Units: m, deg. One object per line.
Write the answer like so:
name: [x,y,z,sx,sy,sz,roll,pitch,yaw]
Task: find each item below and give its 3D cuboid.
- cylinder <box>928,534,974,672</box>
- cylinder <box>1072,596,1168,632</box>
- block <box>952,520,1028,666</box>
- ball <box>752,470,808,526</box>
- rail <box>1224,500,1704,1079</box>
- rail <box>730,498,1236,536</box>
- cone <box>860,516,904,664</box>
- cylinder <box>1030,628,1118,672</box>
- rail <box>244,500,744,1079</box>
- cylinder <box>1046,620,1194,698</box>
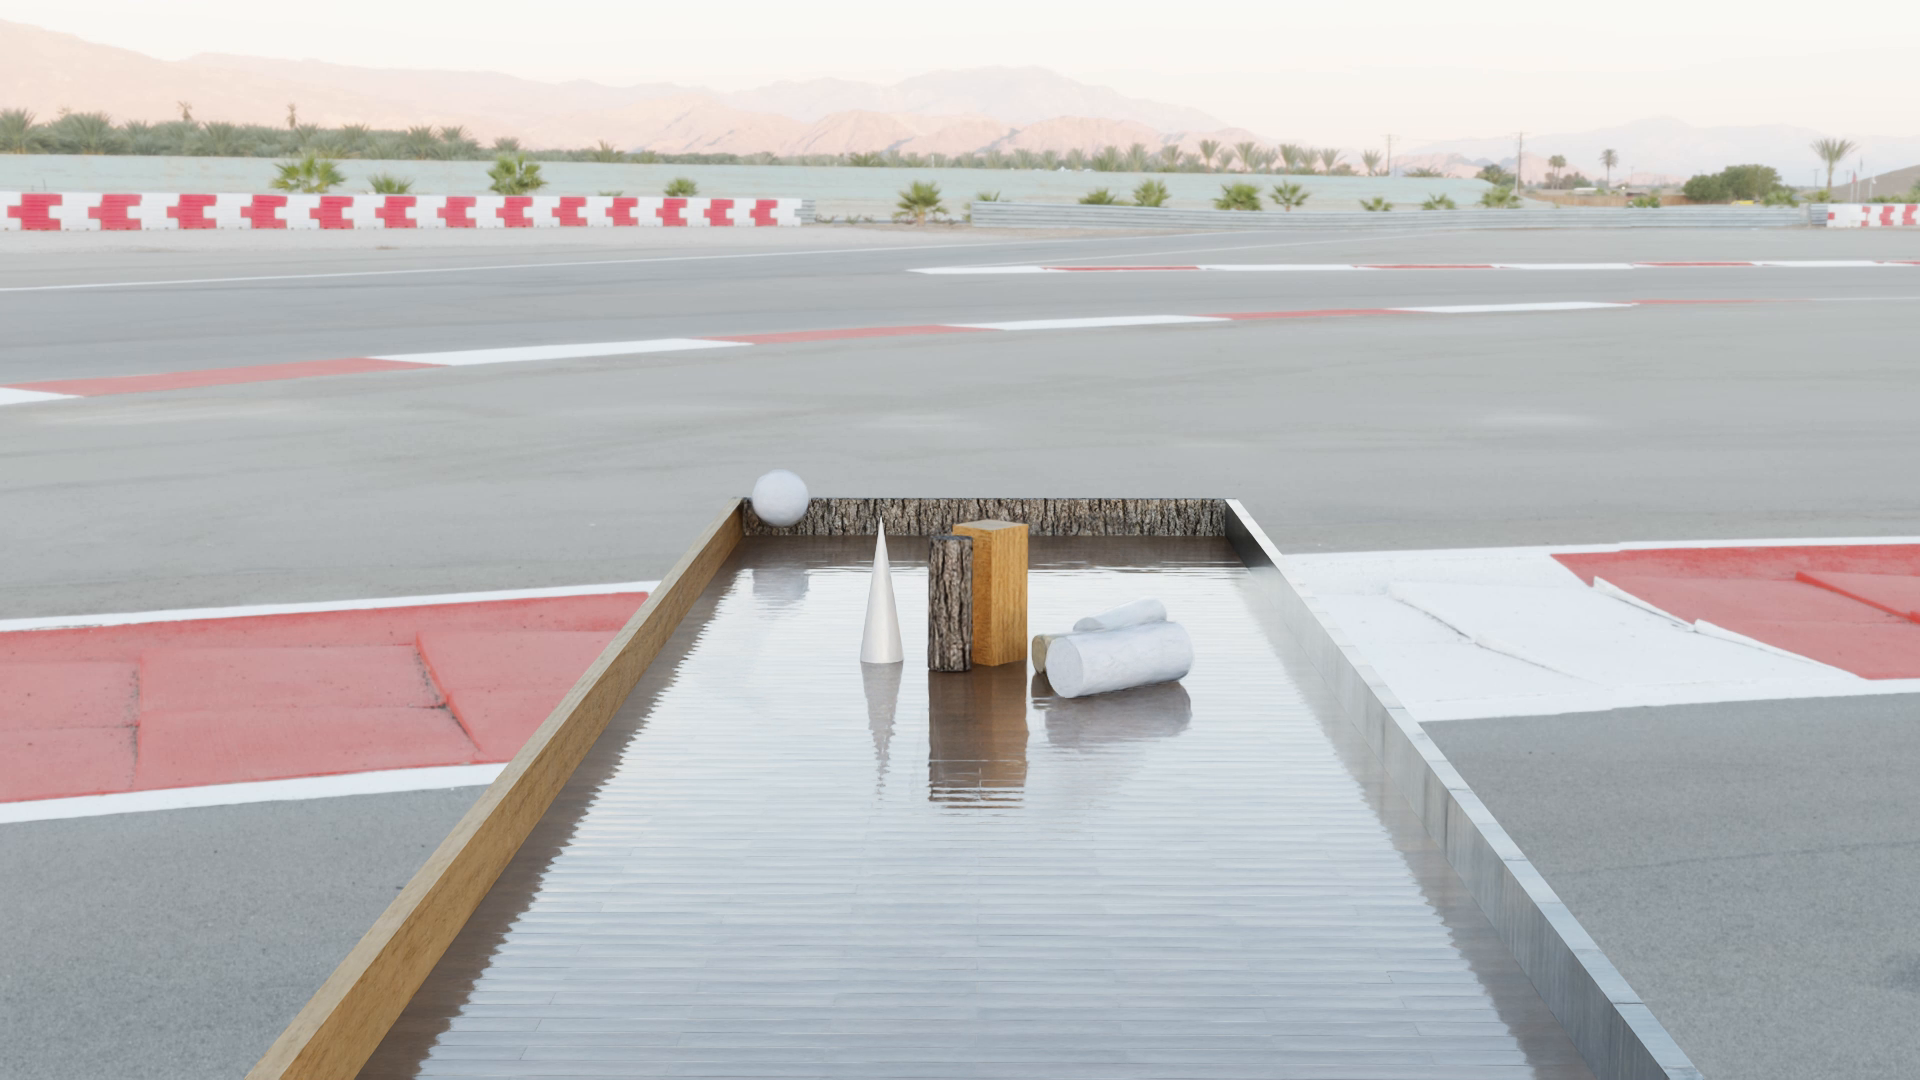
cylinder: [-0.028,0.187,6.562,0.132,0.392,0.132,1,7,0]
cylinder: [0.503,0.270,6.901,0.126,0.126,0.415,5,10,31]
block: [0.092,0.158,6.692,0.161,0.413,0.161,9,12,43]
ball: [-0.736,-0.172,9.002,0.234,0.234,0.234,0,9,0]
rail: [1.046,0.843,3.208,0.050,0.150,12.000,0,9,1]
rail: [0.099,-0.098,9.147,2.100,0.150,0.050,0,9,1]
cone: [-0.239,0.144,6.690,0.139,0.442,0.139,0,9,0]
cylinder: [0.437,0.326,6.591,0.437,0.113,0.113,-3,10,-19]
rail: [-1.004,0.839,3.234,0.050,0.150,12.000,0,9,1]
cylinder: [0.459,0.341,6.308,0.408,0.172,0.172,-7,11,-36]
